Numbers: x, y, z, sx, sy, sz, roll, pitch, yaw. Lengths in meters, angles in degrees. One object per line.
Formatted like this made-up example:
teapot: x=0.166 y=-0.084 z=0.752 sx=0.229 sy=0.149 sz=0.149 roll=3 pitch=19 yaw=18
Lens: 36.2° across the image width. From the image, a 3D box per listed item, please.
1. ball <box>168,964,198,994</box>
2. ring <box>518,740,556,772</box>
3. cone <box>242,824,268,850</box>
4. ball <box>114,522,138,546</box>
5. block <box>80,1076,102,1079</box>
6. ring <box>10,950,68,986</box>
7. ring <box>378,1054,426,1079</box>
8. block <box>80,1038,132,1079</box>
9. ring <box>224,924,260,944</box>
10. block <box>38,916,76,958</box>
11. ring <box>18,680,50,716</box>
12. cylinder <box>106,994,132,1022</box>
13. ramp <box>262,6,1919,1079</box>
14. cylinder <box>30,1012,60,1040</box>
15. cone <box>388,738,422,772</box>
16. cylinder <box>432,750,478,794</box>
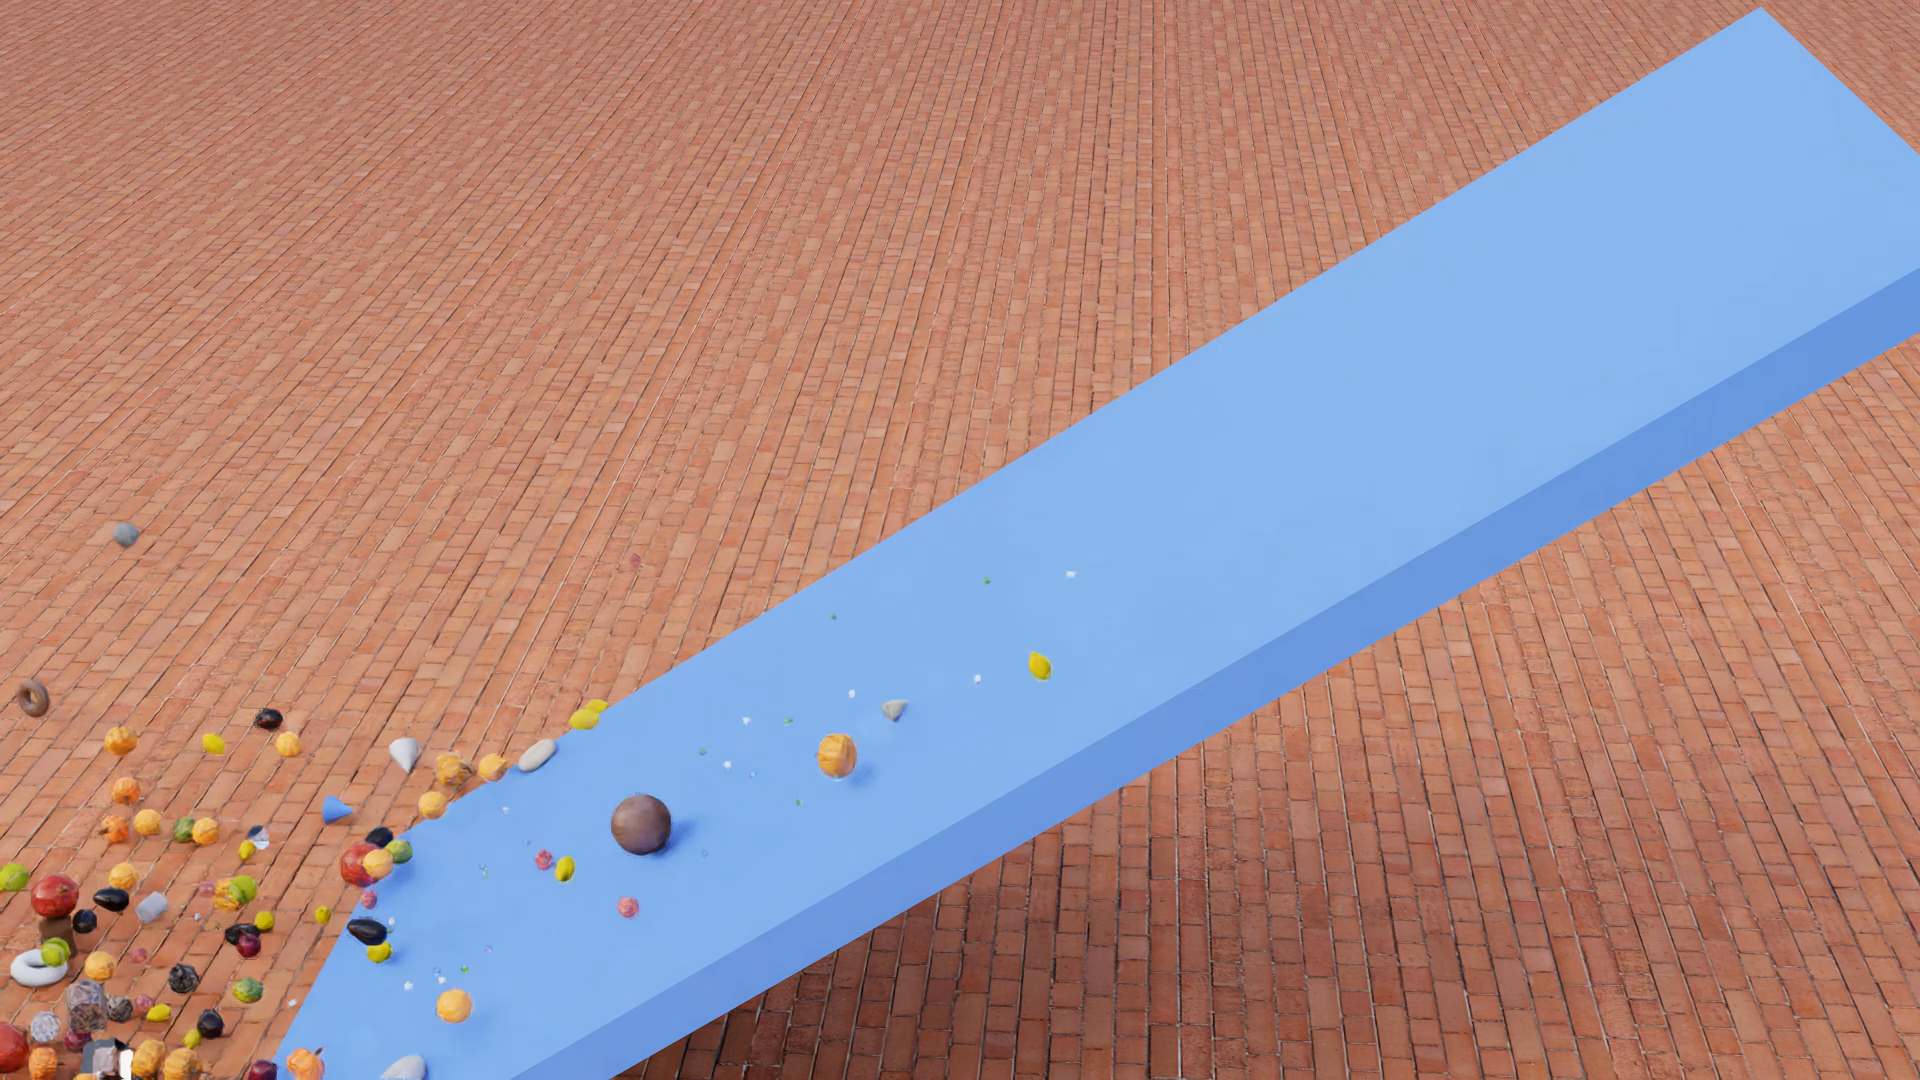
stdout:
ball: x=-1.877 y=1.060 z=7.107 sx=0.071 sy=0.071 sz=0.071 roll=0 pitch=21 yaw=0
ring: x=-1.075 y=0.549 z=7.475 sx=0.112 sy=0.037 sz=0.112 roll=-33 pitch=15 yaw=10
cone: x=-1.895 y=0.802 z=7.854 sx=0.068 sy=0.068 sz=0.068 roll=-20 pitch=9 yaw=30
ball: x=-2.828 y=-0.018 z=9.970 sx=0.082 sy=0.082 sz=0.082 roll=0 pitch=21 yaw=0
block: x=-1.958 y=1.249 z=6.625 sx=0.055 sy=0.055 sz=0.055 roll=-7 pitch=21 yaw=-15
ring: x=-2.247 y=1.045 z=7.178 sx=0.134 sy=0.045 sz=0.134 roll=6 pitch=22 yaw=-2
ring: x=-1.131 y=1.090 z=5.927 sx=0.132 sy=0.044 sz=0.132 roll=-36 pitch=15 yaw=11
block: x=-1.939 y=1.187 z=6.684 sx=0.078 sy=0.078 sz=0.078 roll=-12 pitch=58 yaw=12
ring: x=-1.798 y=0.987 z=7.363 sx=0.086 sy=0.029 sz=0.086 roll=1 pitch=20 yaw=0
block: x=-2.235 y=0.988 z=7.285 sx=0.076 sy=0.076 sz=0.076 roll=-10 pitch=23 yaw=-17
ring: x=-2.710 y=0.463 z=8.604 sx=0.113 sy=0.113 sz=0.038 roll=10 pitch=16 yaw=25
cylinder: x=-2.007 y=1.113 z=6.986 sx=0.057 sy=0.057 sz=0.057 roll=9 pitch=23 yaw=24
ramp: x=0.139 y=0.171 z=6.298 sx=4.000 sy=0.100 sz=2.000 roll=-31 pitch=16 yaw=14
cylinder: x=-2.133 y=1.134 z=6.857 sx=0.062 sy=0.062 sz=0.062 roll=-6 pitch=-3 yaw=-16
cone: x=-1.564 y=0.625 z=8.311 sx=0.093 sy=0.093 sz=0.093 roll=-5 pitch=48 yaw=-13
cylinder: x=-1.398 y=0.642 z=8.142 sx=0.089 sy=0.089 sz=0.089 roll=21 pitch=64 yaw=43
